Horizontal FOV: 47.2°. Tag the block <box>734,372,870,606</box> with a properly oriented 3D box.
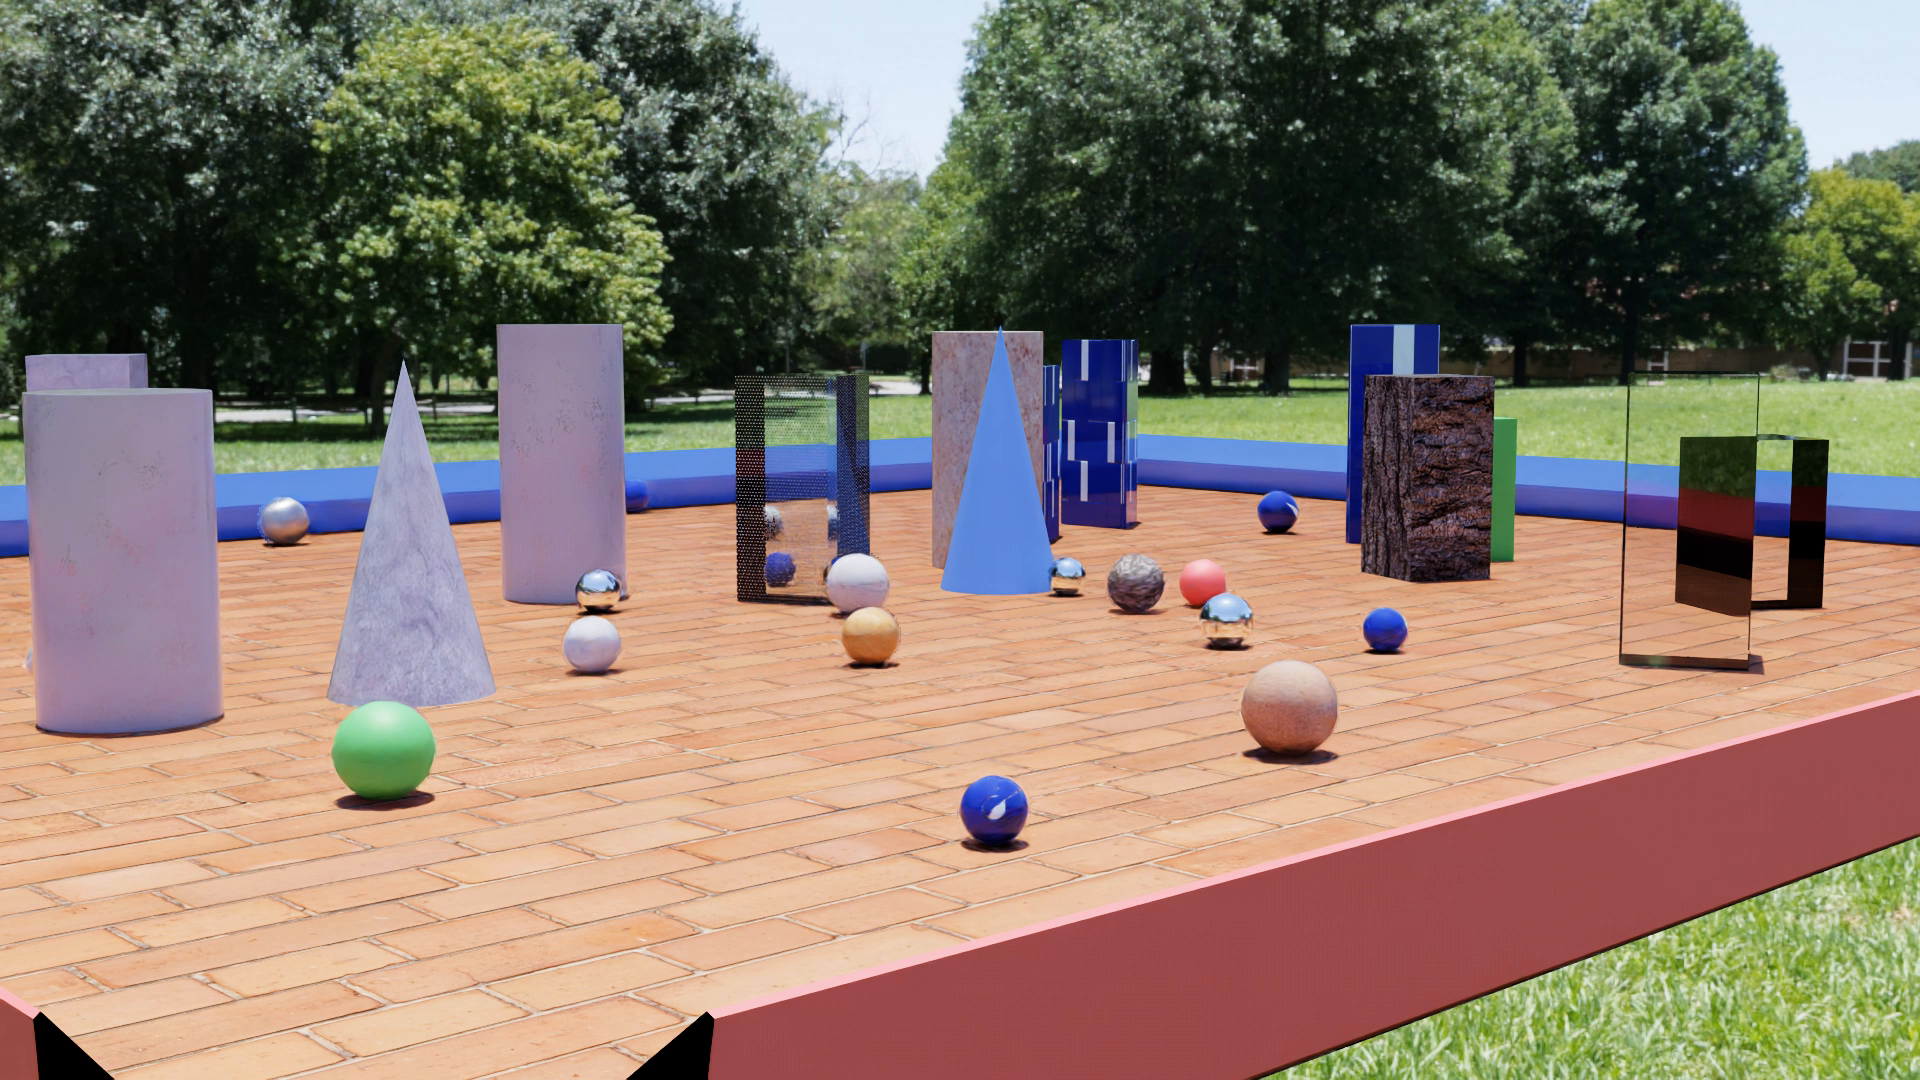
[{"bbox_3d":[-0.241,-0.082,3.385,0.154,0.344,0.154,2,6,22],"label":"block"}]

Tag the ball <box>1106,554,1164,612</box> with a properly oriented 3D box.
[{"bbox_3d":[0.258,0.063,3.238,0.085,0.085,0.085,0,6,0],"label":"ball"}]

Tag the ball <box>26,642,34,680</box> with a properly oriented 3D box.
[{"bbox_3d":[-1.060,0.142,2.580,0.067,0.067,0.067,0,6,0],"label":"ball"}]

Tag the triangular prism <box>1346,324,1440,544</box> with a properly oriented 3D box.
[{"bbox_3d":[0.825,-0.208,4.238,0.166,0.415,0.144,0,6,4],"label":"triangular prism"}]

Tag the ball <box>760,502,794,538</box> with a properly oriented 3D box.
[{"bbox_3d":[-0.356,-0.039,4.298,0.067,0.067,0.067,0,6,0],"label":"ball"}]

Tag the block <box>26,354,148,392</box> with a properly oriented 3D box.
[{"bbox_3d":[-1.395,-0.112,3.537,0.154,0.371,0.154,-1,6,-10],"label":"block"}]

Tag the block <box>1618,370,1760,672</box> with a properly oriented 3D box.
[{"bbox_3d":[0.924,-0.030,2.787,0.154,0.364,0.154,2,6,19],"label":"block"}]

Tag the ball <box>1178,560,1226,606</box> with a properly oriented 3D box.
[{"bbox_3d":[0.364,0.064,3.297,0.071,0.071,0.071,0,6,0],"label":"ball"}]

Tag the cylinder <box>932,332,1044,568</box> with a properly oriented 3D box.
[{"bbox_3d":[0.048,-0.158,3.811,0.192,0.405,0.192,0,6,0],"label":"cylinder"}]

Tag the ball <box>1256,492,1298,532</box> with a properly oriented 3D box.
[{"bbox_3d":[0.632,-0.055,4.376,0.082,0.082,0.082,0,6,0],"label":"ball"}]

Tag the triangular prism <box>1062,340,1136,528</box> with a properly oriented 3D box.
[{"bbox_3d":[0.320,-0.224,4.554,0.166,0.381,0.144,5,8,42],"label":"triangular prism"}]

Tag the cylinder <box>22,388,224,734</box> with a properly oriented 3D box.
[{"bbox_3d":[-0.907,0.017,2.387,0.192,0.356,0.192,0,6,0],"label":"cylinder"}]

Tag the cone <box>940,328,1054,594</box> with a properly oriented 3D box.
[{"bbox_3d":[0.064,-0.133,3.504,0.192,0.419,0.192,0,6,0],"label":"cone"}]

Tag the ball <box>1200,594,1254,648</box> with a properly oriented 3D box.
[{"bbox_3d":[0.352,0.106,2.901,0.071,0.071,0.071,0,6,0],"label":"ball"}]

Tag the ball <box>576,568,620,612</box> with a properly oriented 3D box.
[{"bbox_3d":[-0.532,0.075,3.229,0.064,0.064,0.064,0,6,0],"label":"ball"}]

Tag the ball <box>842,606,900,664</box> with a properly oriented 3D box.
[{"bbox_3d":[-0.112,0.120,2.757,0.072,0.072,0.072,0,6,0],"label":"ball"}]

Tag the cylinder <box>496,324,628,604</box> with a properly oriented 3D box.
[{"bbox_3d":[-0.616,-0.123,3.408,0.192,0.420,0.192,0,6,0],"label":"cylinder"}]

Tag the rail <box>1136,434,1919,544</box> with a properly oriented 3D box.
[{"bbox_3d":[1.376,-0.100,4.595,0.045,0.125,3.286,-6,8,-42],"label":"rail"}]

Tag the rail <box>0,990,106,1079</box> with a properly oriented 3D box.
[{"bbox_3d":[-1.376,0.165,2.070,0.045,0.125,3.286,-6,8,-42],"label":"rail"}]

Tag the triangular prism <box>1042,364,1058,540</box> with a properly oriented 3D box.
[{"bbox_3d":[0.146,-0.171,4.272,0.166,0.335,0.144,5,8,40],"label":"triangular prism"}]

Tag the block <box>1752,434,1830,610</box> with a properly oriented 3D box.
[{"bbox_3d":[1.197,-0.030,3.331,0.154,0.251,0.154,-1,6,-11],"label":"block"}]

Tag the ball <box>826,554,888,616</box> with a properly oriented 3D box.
[{"bbox_3d":[-0.149,0.065,3.193,0.091,0.091,0.091,0,6,0],"label":"ball"}]

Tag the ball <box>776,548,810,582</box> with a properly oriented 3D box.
[{"bbox_3d":[-0.272,0.041,3.593,0.055,0.055,0.055,0,6,0],"label":"ball"}]

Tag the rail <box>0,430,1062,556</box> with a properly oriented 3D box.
[{"bbox_3d":[-1.098,-0.092,4.516,3.791,0.125,0.045,-6,8,-42],"label":"rail"}]

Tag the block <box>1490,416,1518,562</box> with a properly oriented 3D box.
[{"bbox_3d":[0.884,-0.094,3.932,0.154,0.252,0.154,-2,6,-18],"label":"block"}]

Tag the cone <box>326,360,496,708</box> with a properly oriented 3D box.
[{"bbox_3d":[-0.636,-0.015,2.534,0.192,0.387,0.192,0,6,0],"label":"cone"}]

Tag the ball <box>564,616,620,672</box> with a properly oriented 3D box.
[{"bbox_3d":[-0.451,0.128,2.696,0.070,0.070,0.070,0,6,0],"label":"ball"}]

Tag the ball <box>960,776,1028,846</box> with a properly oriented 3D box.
[{"bbox_3d":[0.029,0.225,1.832,0.058,0.058,0.058,0,6,0],"label":"ball"}]

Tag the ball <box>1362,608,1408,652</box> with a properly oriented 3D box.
[{"bbox_3d":[0.553,0.117,2.858,0.058,0.058,0.058,0,6,0],"label":"ball"}]

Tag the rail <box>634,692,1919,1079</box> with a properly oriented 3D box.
[{"bbox_3d":[1.098,0.157,2.148,3.791,0.125,0.045,-6,8,-42],"label":"rail"}]

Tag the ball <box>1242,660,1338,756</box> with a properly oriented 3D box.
[{"bbox_3d":[0.329,0.167,2.196,0.096,0.096,0.096,0,6,0],"label":"ball"}]

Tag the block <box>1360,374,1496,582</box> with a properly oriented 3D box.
[{"bbox_3d":[0.779,-0.107,3.672,0.154,0.333,0.154,-2,6,-21],"label":"block"}]

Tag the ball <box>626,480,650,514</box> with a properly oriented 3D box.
[{"bbox_3d":[-0.713,-0.096,4.800,0.074,0.074,0.074,0,6,0],"label":"ball"}]

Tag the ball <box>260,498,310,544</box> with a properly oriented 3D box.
[{"bbox_3d":[-1.278,-0.036,4.161,0.089,0.089,0.089,0,6,0],"label":"ball"}]

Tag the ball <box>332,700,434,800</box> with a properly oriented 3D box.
[{"bbox_3d":[-0.523,0.191,1.997,0.091,0.091,0.091,0,6,0],"label":"ball"}]

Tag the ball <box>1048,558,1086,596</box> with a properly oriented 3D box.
[{"bbox_3d":[0.166,0.057,3.423,0.060,0.060,0.060,0,6,0],"label":"ball"}]
